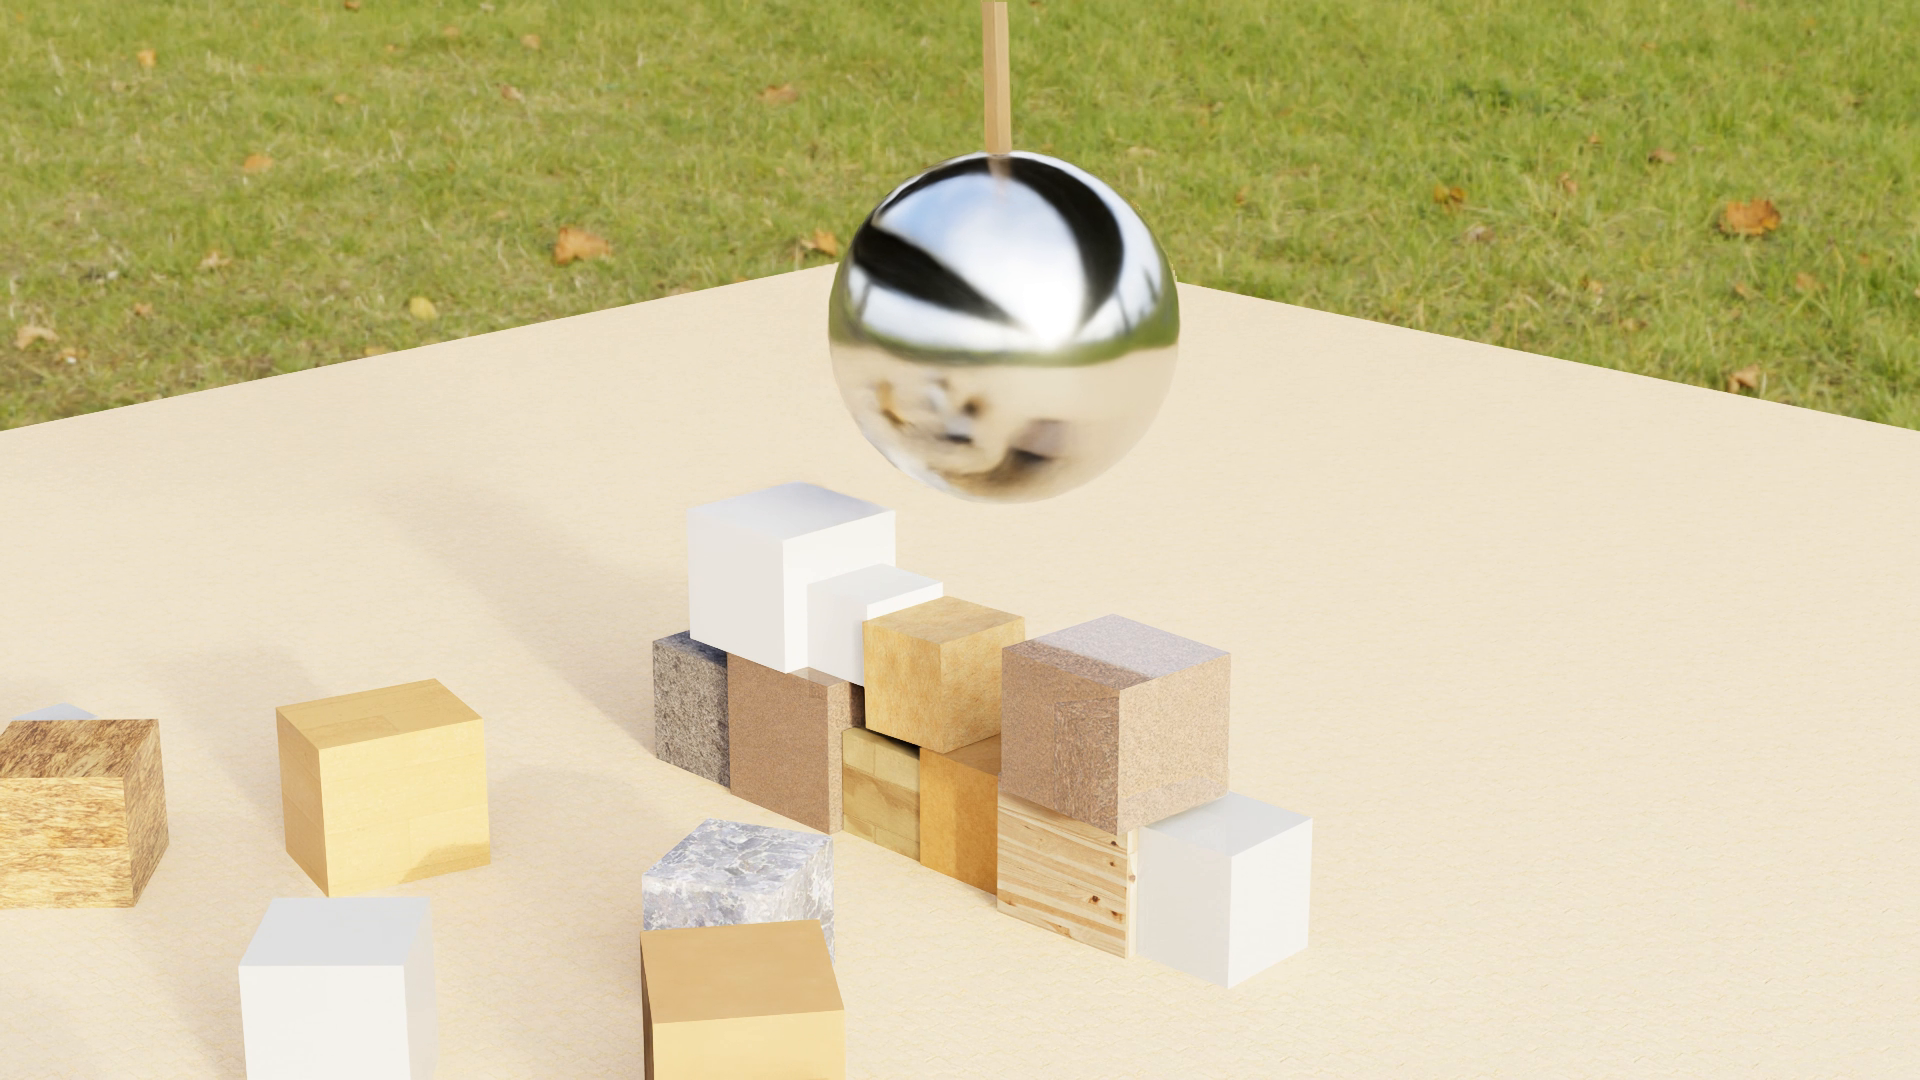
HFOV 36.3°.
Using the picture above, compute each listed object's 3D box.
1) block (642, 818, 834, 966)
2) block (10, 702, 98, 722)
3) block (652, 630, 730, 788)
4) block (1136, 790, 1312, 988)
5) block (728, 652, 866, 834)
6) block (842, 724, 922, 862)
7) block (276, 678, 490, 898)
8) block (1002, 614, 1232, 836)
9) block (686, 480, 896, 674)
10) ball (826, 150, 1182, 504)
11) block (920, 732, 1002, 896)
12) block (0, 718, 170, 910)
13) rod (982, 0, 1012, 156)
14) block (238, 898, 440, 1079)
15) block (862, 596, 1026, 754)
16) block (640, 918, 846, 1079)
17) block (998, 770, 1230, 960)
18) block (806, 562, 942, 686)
[{"bbox_3d":[-0.919,1.595,12.277,0.580,0.595,0.643,6,19,19],"label":"block"},{"bbox_3d":[-4.485,1.026,14.564,0.301,0.310,0.310,15,23,39],"label":"block"},{"bbox_3d":[-1.108,0.806,14.732,0.597,0.628,0.619,-17,24,-42],"label":"block"},{"bbox_3d":[1.135,1.489,12.601,0.500,0.604,0.562,16,23,40],"label":"block"},{"bbox_3d":[-0.614,0.889,14.268,0.726,0.749,0.718,-17,24,-42],"label":"block"},{"bbox_3d":[-0.168,1.139,13.876,0.559,0.506,0.531,-17,24,-42],"label":"block"},{"bbox_3d":[-2.661,1.135,13.530,0.773,0.721,0.618,-10,20,-29],"label":"block"},{"bbox_3d":[0.665,0.779,12.578,0.675,0.646,0.705,-15,23,-40],"label":"block"},{"bbox_3d":[-0.816,0.166,14.224,0.714,0.657,0.707,-16,24,-42],"label":"block"},{"bbox_3d":[0.198,-0.959,13.247,1.600,1.600,1.600,0,17,0],"label":"ball"},{"bbox_3d":[0.233,1.222,13.491,0.572,0.578,0.606,17,24,42],"label":"block"},{"bbox_3d":[-4.042,1.241,13.348,0.673,0.629,0.715,-1,17,-2],"label":"block"},{"bbox_3d":[0.086,-4.165,12.122,0.080,5.200,0.080,17,27,42],"label":"rod"},{"bbox_3d":[-2.391,1.832,11.356,0.616,0.696,0.615,0,17,0],"label":"block"},{"bbox_3d":[-0.069,0.616,13.603,0.543,0.520,0.518,-16,22,-42],"label":"block"},{"bbox_3d":[-0.810,1.944,10.876,0.683,0.770,0.778,-3,18,-9],"label":"block"},{"bbox_3d":[0.677,1.334,12.995,0.730,0.663,0.718,15,23,39],"label":"block"},{"bbox_3d":[-0.402,0.400,13.895,0.485,0.408,0.421,-16,24,-42],"label":"block"}]
